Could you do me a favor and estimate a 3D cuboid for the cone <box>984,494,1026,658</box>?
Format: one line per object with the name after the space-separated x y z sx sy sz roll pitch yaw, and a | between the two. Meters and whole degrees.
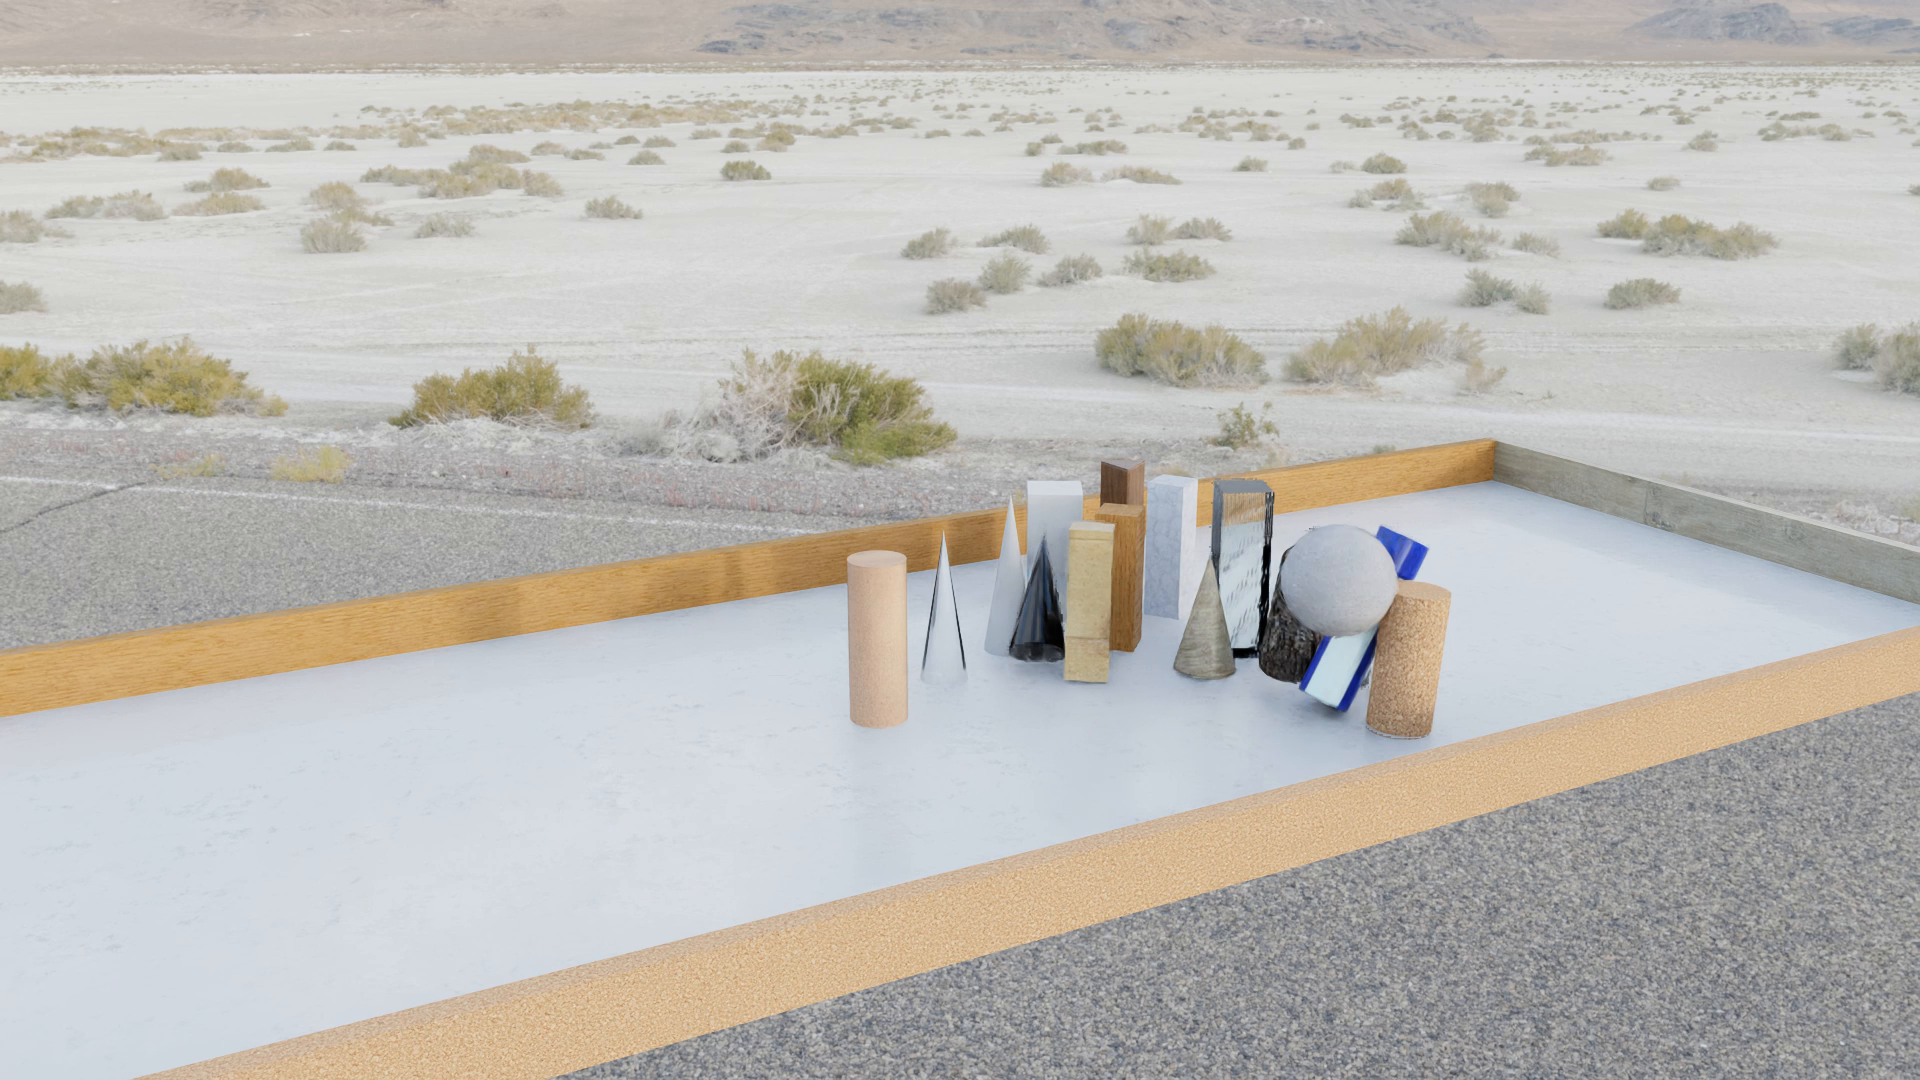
0.131 0.082 4.318 0.137 0.426 0.137 0 16 0 | cone

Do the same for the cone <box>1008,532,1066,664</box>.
0.210 0.129 4.275 0.148 0.350 0.148 3 -24 2 | cone

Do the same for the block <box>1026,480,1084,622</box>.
0.261 0.031 4.603 0.149 0.365 0.149 0 16 1 | block

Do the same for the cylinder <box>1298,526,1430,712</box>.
0.961 0.189 3.927 0.128 0.434 0.128 25 5 -2 | cylinder

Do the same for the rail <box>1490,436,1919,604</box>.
2.466 -0.048 5.253 0.050 0.150 2.100 -9 18 -27 | rail

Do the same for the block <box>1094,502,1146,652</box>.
0.420 0.099 4.362 0.111 0.371 0.111 5 17 17 | block

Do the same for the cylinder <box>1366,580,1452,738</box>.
1.037 0.274 3.819 0.150 0.331 0.150 4 15 -1 | cylinder

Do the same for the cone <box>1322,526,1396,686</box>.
1.011 0.145 4.096 0.160 0.401 0.160 18 13 -4 | cone

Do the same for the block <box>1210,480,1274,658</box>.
0.729 0.077 4.299 0.128 0.447 0.128 -1 17 -4 | block

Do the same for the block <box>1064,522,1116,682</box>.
0.326 0.155 4.134 0.107 0.383 0.107 3 12 8 | block

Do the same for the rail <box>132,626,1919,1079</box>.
-2.336 1.006 1.665 12.000 0.150 0.050 -9 18 -27 | rail

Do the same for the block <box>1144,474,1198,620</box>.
0.589 0.019 4.611 0.105 0.383 0.105 9 19 29 | block

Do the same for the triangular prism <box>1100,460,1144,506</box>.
0.494 -0.047 4.857 0.109 0.372 0.126 -11 19 -32 | triangular prism

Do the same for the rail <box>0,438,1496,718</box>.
-3.305 0.497 3.399 12.000 0.150 0.050 -9 18 -27 | rail

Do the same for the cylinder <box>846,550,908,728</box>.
-0.192 0.232 3.867 0.138 0.394 0.138 0 16 0 | cylinder

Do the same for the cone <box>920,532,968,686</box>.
-0.041 0.161 4.112 0.123 0.391 0.123 0 16 0 | cone

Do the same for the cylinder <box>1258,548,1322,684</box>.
0.852 0.185 4.151 0.141 0.141 0.329 6 53 20 | cylinder

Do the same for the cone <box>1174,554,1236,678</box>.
0.629 0.180 4.190 0.162 0.308 0.162 0 15 0 | cone

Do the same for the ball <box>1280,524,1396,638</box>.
0.854 0.092 3.724 0.256 0.256 0.256 0 16 0 | ball
